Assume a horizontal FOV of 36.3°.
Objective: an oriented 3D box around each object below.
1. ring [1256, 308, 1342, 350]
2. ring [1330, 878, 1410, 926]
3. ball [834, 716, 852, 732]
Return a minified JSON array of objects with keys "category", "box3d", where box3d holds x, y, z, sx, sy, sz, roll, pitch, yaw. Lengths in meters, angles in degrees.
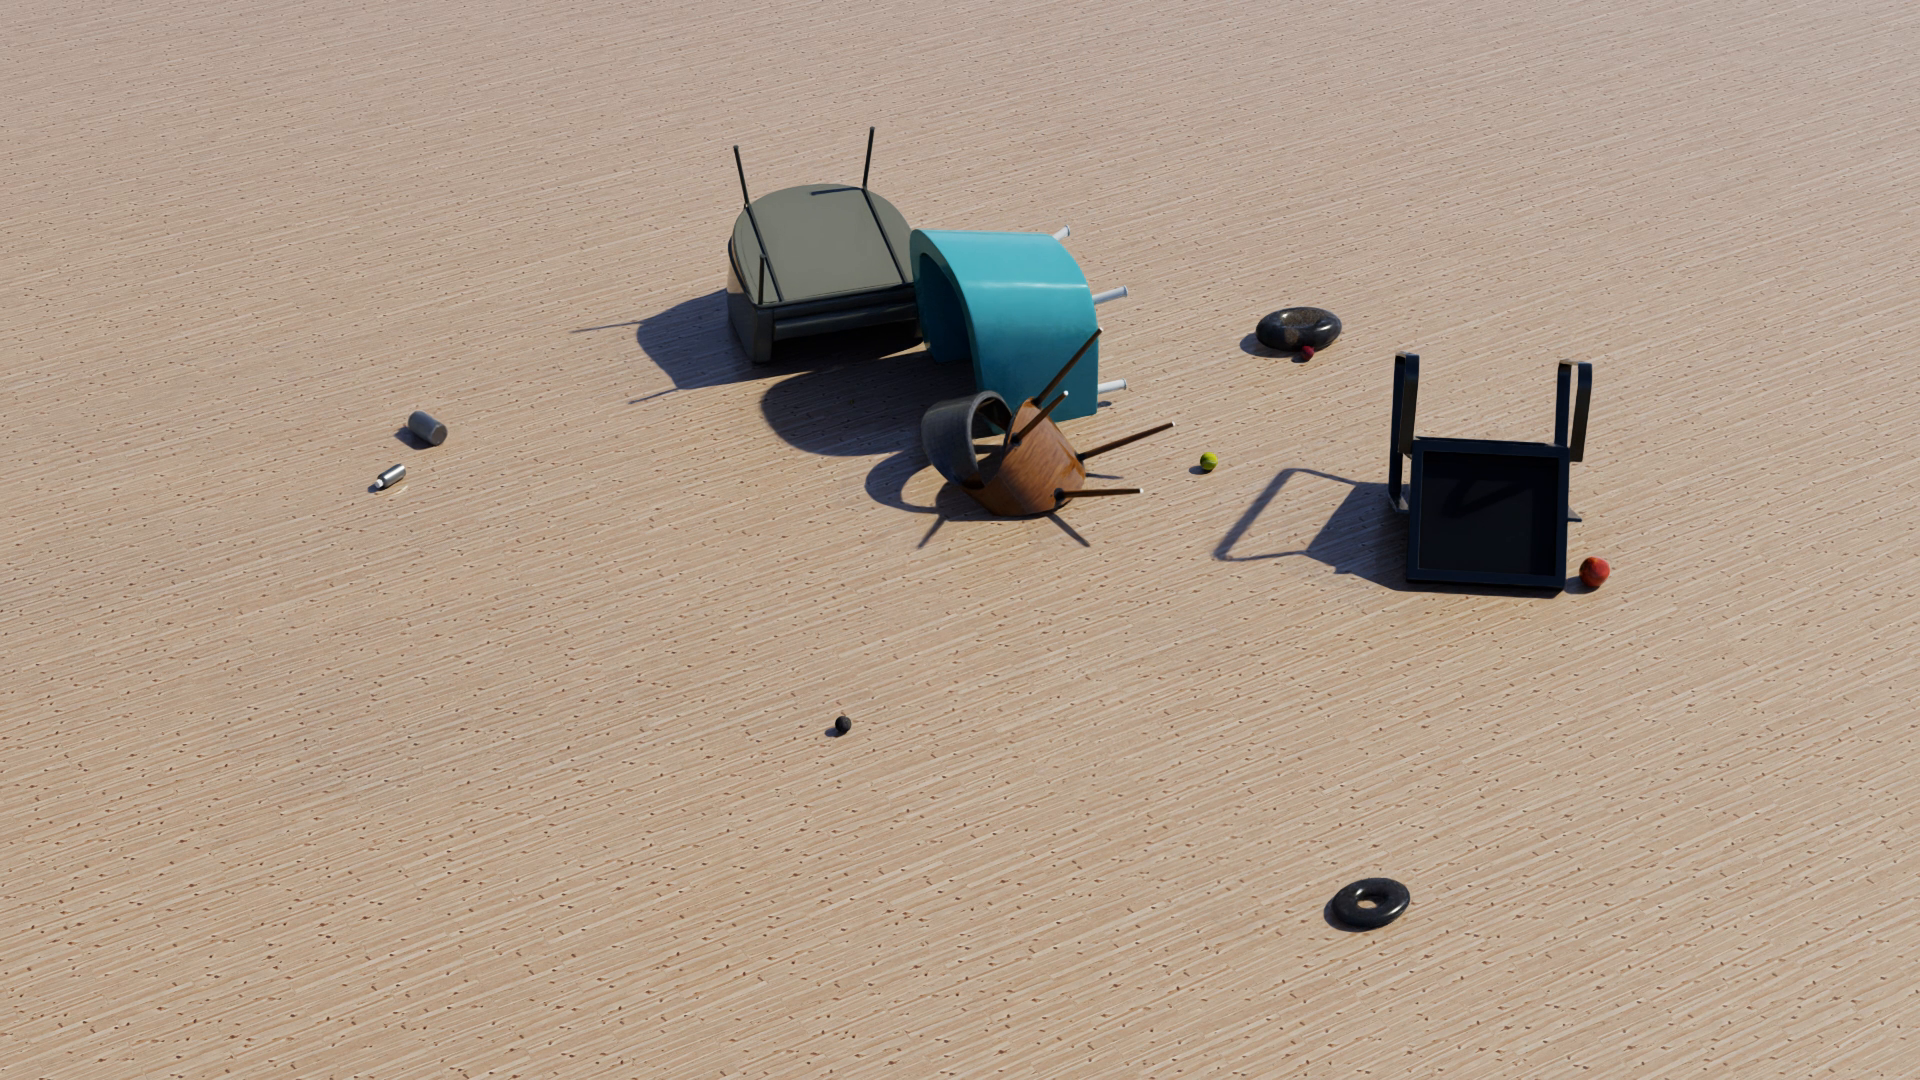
[{"category":"ring","box3d":[1.408,-0.876,12.182,0.375,0.104,0.262,-10,33,-15]},{"category":"ring","box3d":[1.287,1.134,9.185,0.276,0.043,0.201,-20,38,-28]},{"category":"ball","box3d":[-0.396,0.624,9.945,0.057,0.057,0.057,0,33,0]}]
